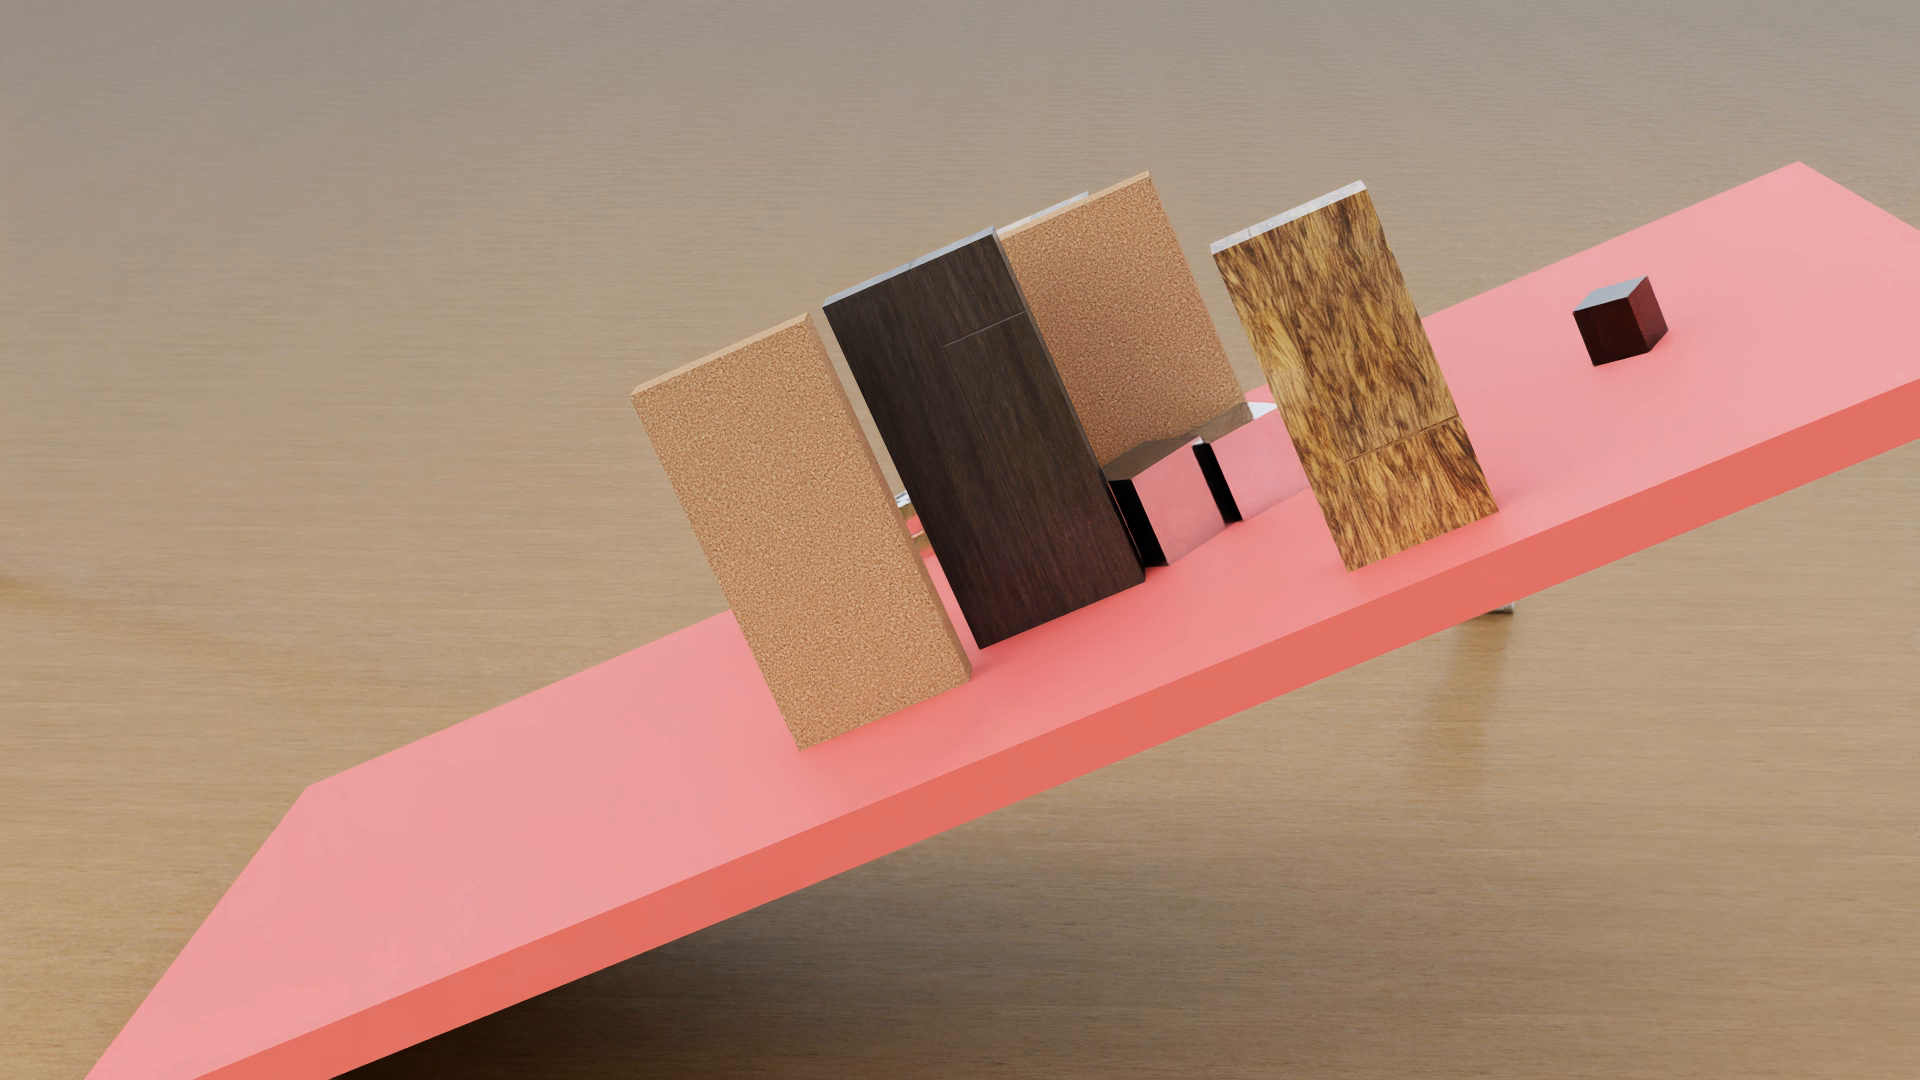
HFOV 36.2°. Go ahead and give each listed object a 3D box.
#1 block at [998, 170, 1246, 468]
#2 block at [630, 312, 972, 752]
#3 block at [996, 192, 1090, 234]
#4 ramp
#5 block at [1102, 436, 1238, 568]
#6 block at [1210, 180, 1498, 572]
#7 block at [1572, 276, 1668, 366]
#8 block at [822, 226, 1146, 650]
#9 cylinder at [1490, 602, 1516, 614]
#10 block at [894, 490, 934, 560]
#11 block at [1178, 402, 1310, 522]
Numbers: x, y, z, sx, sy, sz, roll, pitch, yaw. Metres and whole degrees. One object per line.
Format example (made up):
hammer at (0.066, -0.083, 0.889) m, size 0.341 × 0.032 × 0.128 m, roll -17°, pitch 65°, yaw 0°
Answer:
block at (0.359, -0.382, 6.268) m, size 0.392 × 0.703 × 0.094 m, roll -23°, pitch 13°, yaw 8°
block at (-0.308, -0.012, 5.805) m, size 0.373 × 0.789 × 0.097 m, roll -23°, pitch 13°, yaw 8°
block at (0.259, -0.391, 6.549) m, size 0.349 × 0.677 × 0.121 m, roll -23°, pitch 13°, yaw 8°
ramp at (0.131, 0.170, 6.285) m, size 4.000 × 0.100 × 2.000 m, roll -23°, pitch 13°, yaw 8°
block at (0.406, -0.077, 6.096) m, size 0.199 × 0.199 × 0.199 m, roll -32°, pitch 15°, yaw -30°
block at (0.722, -0.297, 5.382) m, size 0.296 × 0.646 × 0.116 m, roll -23°, pitch 13°, yaw 8°
block at (1.351, -0.448, 6.017) m, size 0.125 × 0.125 × 0.125 m, roll -15°, pitch 16°, yaw 38°
block at (0.054, -0.203, 5.945) m, size 0.368 × 0.773 × 0.107 m, roll -23°, pitch 13°, yaw 8°
cylinder at (1.697, 0.160, 9.372) m, size 0.139 × 0.139 × 0.139 m, roll 4°, pitch 16°, yaw 15°
block at (-0.092, -0.046, 7.033) m, size 0.138 × 0.138 × 0.138 m, roll -30°, pitch 14°, yaw -21°
block at (0.594, -0.165, 6.141) m, size 0.182 × 0.182 × 0.182 m, roll -28°, pitch 13°, yaw -16°
